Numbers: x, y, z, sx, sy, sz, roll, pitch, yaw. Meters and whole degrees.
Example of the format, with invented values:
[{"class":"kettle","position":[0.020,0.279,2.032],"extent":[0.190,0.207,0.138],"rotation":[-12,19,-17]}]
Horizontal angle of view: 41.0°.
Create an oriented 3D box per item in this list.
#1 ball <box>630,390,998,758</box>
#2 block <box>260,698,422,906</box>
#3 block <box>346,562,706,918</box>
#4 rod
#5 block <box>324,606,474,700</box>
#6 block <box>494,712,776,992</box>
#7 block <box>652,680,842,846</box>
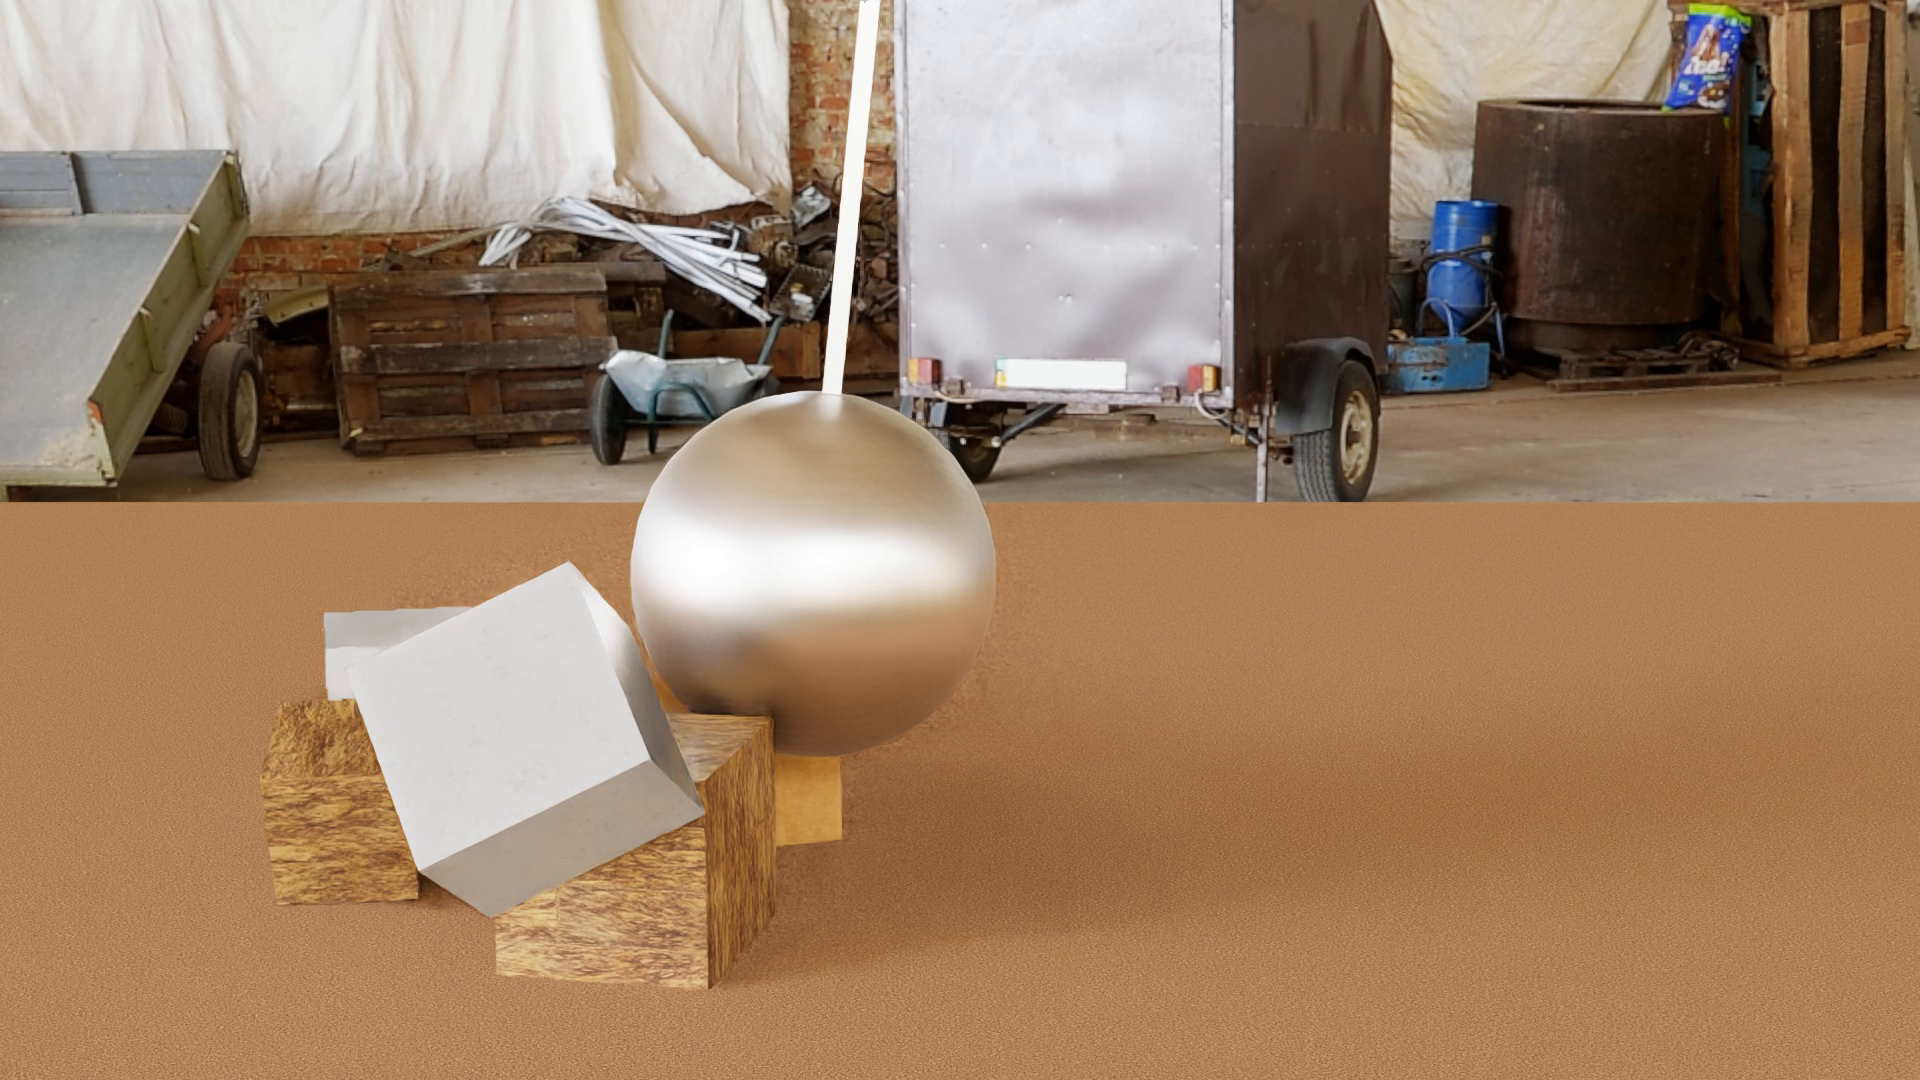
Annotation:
[{"class":"ball","position":[-0.638,0.149,11.207],"extent":[1.600,1.600,1.600],"rotation":[0,10,0]},{"class":"block","position":[-2.650,1.126,11.124],"extent":[0.597,0.634,0.645],"rotation":[-3,26,-5]},{"class":"block","position":[-1.597,0.752,9.514],"extent":[0.906,0.836,0.748],"rotation":[-26,-23,0]},{"class":"rod","position":[-0.276,-3.177,10.603],"extent":[0.080,5.200,0.080],"rotation":[6,10,-1]},{"class":"block","position":[-2.741,0.808,12.981],"extent":[0.885,0.766,0.851],"rotation":[-3,11,-14]},{"class":"block","position":[-1.303,1.229,10.405],"extent":[0.872,0.846,0.947],"rotation":[2,11,12]},{"class":"block","position":[-1.062,1.032,12.030],"extent":[0.820,0.665,0.692],"rotation":[-4,11,-22]}]
